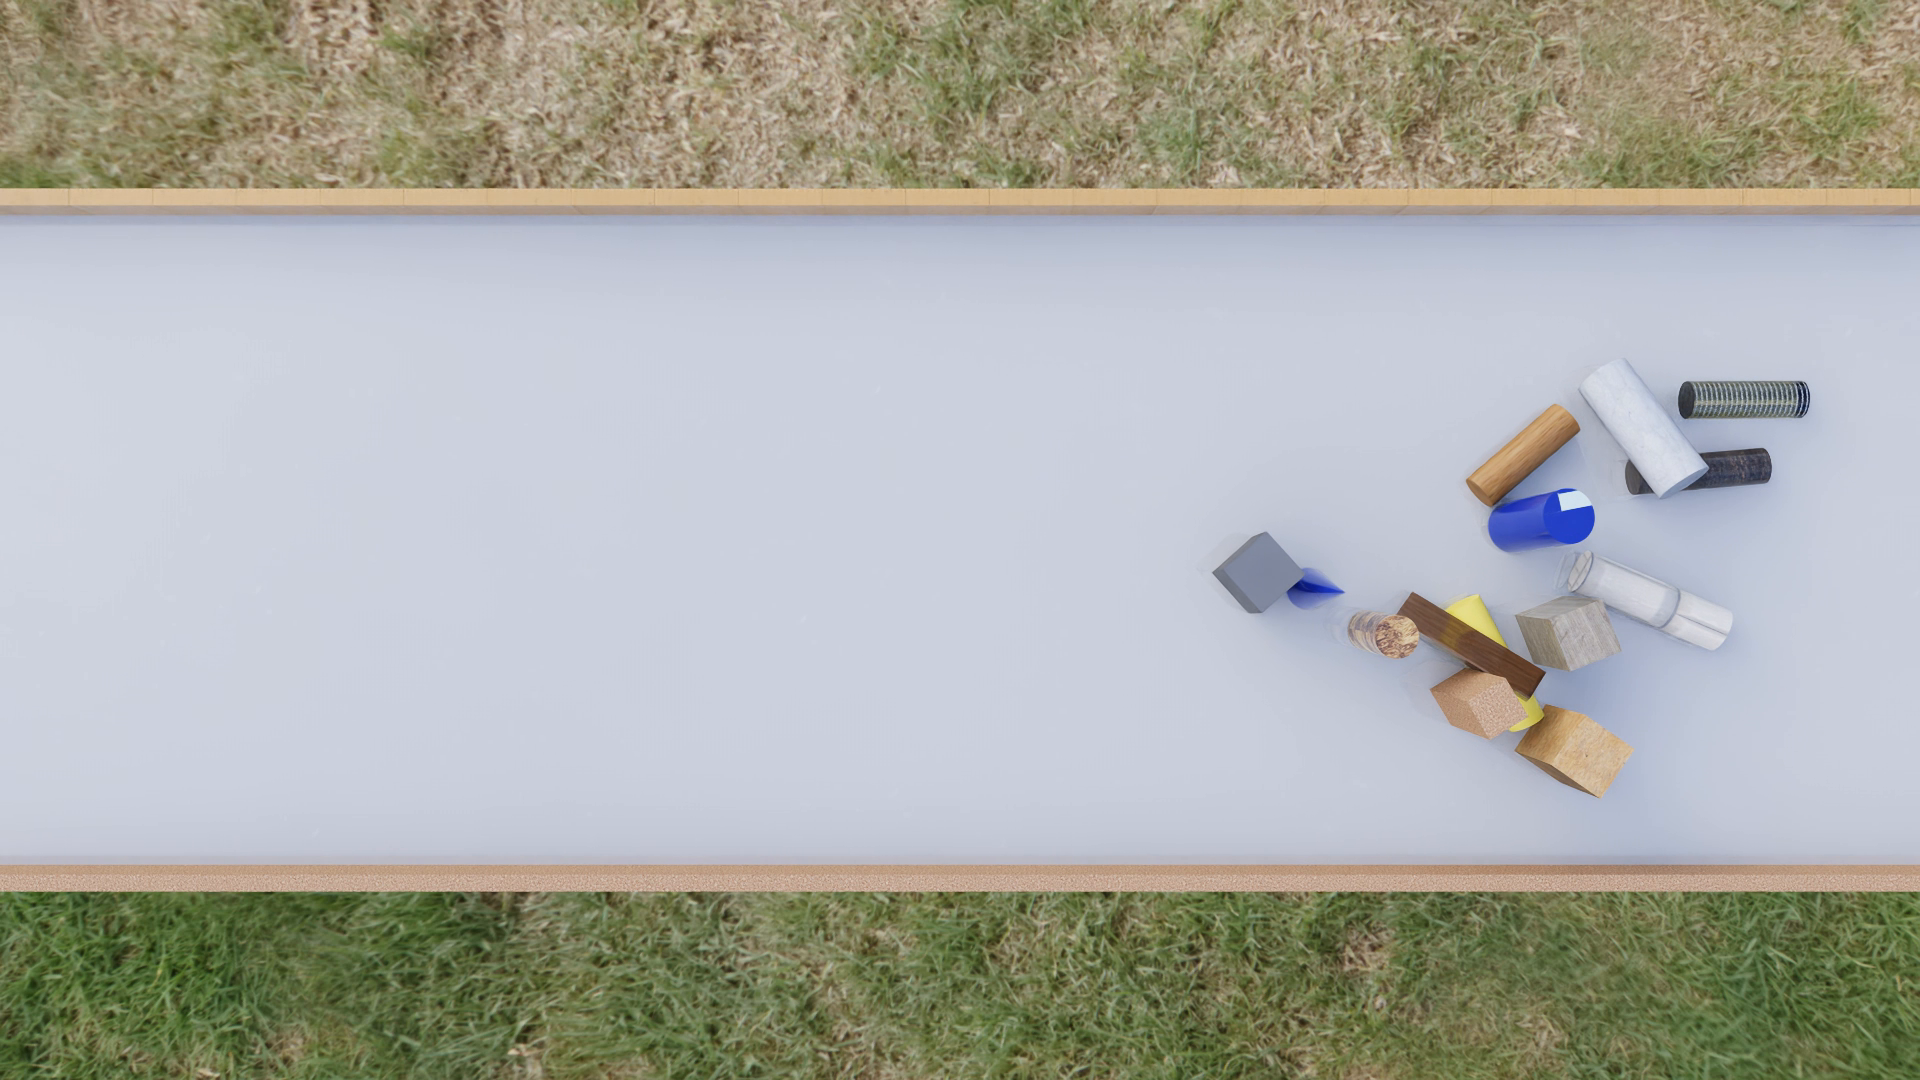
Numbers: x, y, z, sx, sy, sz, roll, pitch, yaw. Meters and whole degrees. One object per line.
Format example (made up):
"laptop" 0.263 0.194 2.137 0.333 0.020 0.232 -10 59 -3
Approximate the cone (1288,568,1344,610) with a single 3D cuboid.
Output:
"cone" 1.078 0.149 4.856 0.132 0.438 0.132 0 90 -2

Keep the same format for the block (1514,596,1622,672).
"block" 1.812 0.276 4.924 0.161 0.305 0.161 -22 90 0

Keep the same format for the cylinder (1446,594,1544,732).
"cylinder" 1.626 0.374 5.020 0.114 0.114 0.413 -29 90 0

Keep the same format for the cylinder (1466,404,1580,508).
"cylinder" 1.713 -0.257 5.020 0.350 0.114 0.114 -41 90 0

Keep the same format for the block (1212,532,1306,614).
"block" 0.887 0.100 4.921 0.168 0.301 0.168 -42 86 0

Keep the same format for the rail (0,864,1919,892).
"rail" -2.247 1.025 5.001 12.000 0.150 0.050 0 90 0

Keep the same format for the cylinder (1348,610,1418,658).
"cylinder" 1.255 0.278 4.906 0.126 0.341 0.126 0 90 0

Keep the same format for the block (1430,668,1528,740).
"block" 1.533 0.482 4.889 0.129 0.375 0.129 -31 90 0

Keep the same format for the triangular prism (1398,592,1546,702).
"triangular prism" 1.514 0.333 4.941 0.451 0.098 0.114 33 119 17

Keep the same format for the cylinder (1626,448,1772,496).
"cylinder" 2.246 -0.209 5.021 0.398 0.111 0.111 -5 90 0

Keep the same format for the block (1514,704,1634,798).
"block" 1.827 0.626 4.918 0.174 0.317 0.174 35 90 0

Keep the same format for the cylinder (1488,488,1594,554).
"cylinder" 1.722 -0.054 4.900 0.162 0.327 0.162 1 85 -10

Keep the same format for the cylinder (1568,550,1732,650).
"cylinder" 2.094 0.184 5.010 0.460 0.134 0.134 23 90 0

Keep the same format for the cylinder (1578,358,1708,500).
"cylinder" 2.040 -0.334 4.930 0.163 0.163 0.409 -29 70 0

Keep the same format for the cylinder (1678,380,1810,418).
"cylinder" 2.384 -0.427 5.019 0.347 0.115 0.115 0 90 0

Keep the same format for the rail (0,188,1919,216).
"rail" -2.247 -1.025 5.002 12.000 0.150 0.050 0 90 0
